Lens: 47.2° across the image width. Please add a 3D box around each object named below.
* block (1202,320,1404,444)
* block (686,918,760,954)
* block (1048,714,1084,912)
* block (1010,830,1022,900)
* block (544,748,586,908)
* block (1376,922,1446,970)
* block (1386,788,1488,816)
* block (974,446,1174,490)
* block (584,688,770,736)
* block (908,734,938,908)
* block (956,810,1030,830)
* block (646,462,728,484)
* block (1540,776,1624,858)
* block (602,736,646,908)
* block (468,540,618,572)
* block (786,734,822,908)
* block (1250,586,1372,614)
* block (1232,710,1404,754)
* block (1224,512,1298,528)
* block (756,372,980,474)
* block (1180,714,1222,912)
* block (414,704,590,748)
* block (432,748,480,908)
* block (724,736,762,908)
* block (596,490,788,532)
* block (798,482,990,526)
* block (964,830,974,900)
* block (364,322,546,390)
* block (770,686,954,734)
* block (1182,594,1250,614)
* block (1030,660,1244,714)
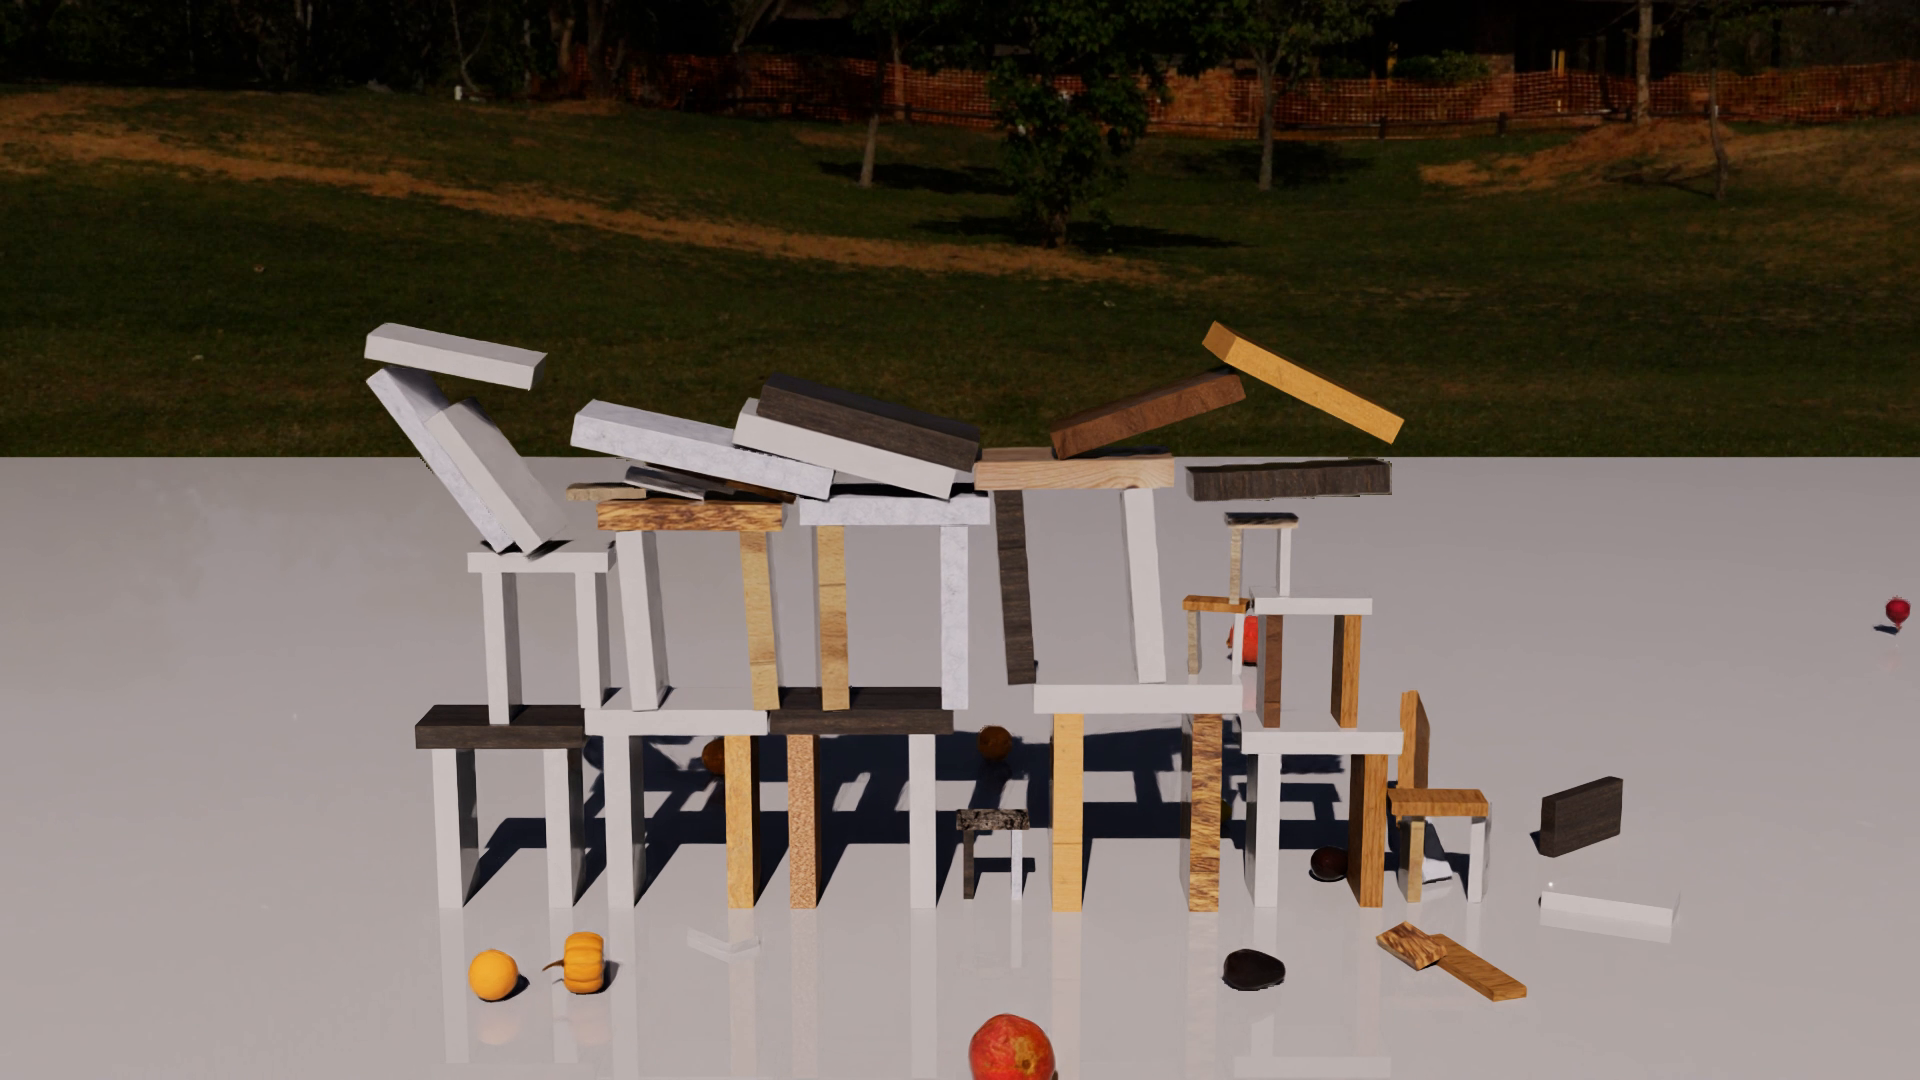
[{"bbox_3d":[0.545,-0.253,3.508,0.308,0.044,0.154,25,11,-13],"label":"block"},{"bbox_3d":[-0.372,0.622,3.454,0.056,0.016,0.112,-10,15,-43],"label":"block"},{"bbox_3d":[0.174,0.427,3.634,0.047,0.334,0.167,0,11,0],"label":"block"},{"bbox_3d":[0.094,0.531,3.660,0.017,0.120,0.060,0,11,0],"label":"block"},{"bbox_3d":[-0.654,0.458,3.642,0.038,0.270,0.135,0,11,0],"label":"block"},{"bbox_3d":[0.695,0.625,3.387,0.056,0.016,0.112,-25,17,-14],"label":"block"},{"bbox_3d":[0.782,0.431,3.613,0.156,0.022,0.078,1,11,2],"label":"block"},{"bbox_3d":[0.181,-0.117,3.535,0.315,0.045,0.158,-1,11,1],"label":"block"},{"bbox_3d":[-0.457,0.281,3.613,0.293,0.042,0.147,0,11,0],"label":"block"},{"bbox_3d":[-0.061,0.445,3.642,0.042,0.294,0.147,0,11,0],"label":"block"},{"bbox_3d":[0.054,0.464,3.648,0.120,0.017,0.060,0,11,0],"label":"block"},{"bbox_3d":[-0.435,-0.118,3.534,0.129,0.018,0.064,13,10,-1],"label":"block"},{"bbox_3d":[1.107,0.492,3.915,0.206,0.103,0.029,-9,14,-40],"label":"block"},{"bbox_3d":[-0.555,0.445,3.644,0.042,0.293,0.147,0,11,0],"label":"block"},{"bbox_3d":[-0.673,0.026,3.561,0.223,0.032,0.112,0,11,0],"label":"block"},{"bbox_3d":[-0.257,0.445,3.643,0.042,0.294,0.147,0,10,0],"label":"block"},{"bbox_3d":[0.570,0.099,3.585,0.188,0.027,0.094,0,11,2],"label":"block"},{"bbox_3d":[0.586,0.316,3.617,0.260,0.037,0.130,0,11,1],"label":"block"},{"bbox_3d":[0.487,-0.032,3.557,0.113,0.016,0.056,0,10,0],"label":"block"},{"bbox_3d":[-0.144,-0.191,3.531,0.350,0.050,0.175,15,11,-2],"label":"block"},{"bbox_3d":[0.397,0.427,3.634,0.047,0.334,0.167,0,11,0],"label":"block"},{"bbox_3d":[-0.744,0.306,3.613,0.270,0.038,0.135,0,11,0],"label":"block"},{"bbox_3d":[-0.834,0.458,3.642,0.038,0.270,0.135,0,11,0],"label":"block"},{"bbox_3d":[-0.359,0.445,3.644,0.042,0.293,0.147,0,11,0],"label":"block"},{"bbox_3d":[-0.428,-0.049,3.548,0.292,0.041,0.146,0,11,0],"label":"block"},{"bbox_3d":[-0.106,-0.058,3.548,0.301,0.043,0.150,0,11,-2],"label":"block"},{"bbox_3d":[0.014,0.531,3.660,0.017,0.120,0.060,0,11,0],"label":"block"},{"bbox_3d":[-0.799,-0.293,3.496,0.261,0.037,0.131,11,14,-4],"label":"block"},{"bbox_3d":[-0.159,0.280,3.613,0.294,0.042,0.147,0,10,-1],"label":"block"},{"bbox_3d":[0.418,0.105,3.590,0.103,0.015,0.051,3,11,14],"label":"block"},{"bbox_3d":[0.285,0.239,3.599,0.334,0.047,0.167,0,11,0],"label":"block"}]
